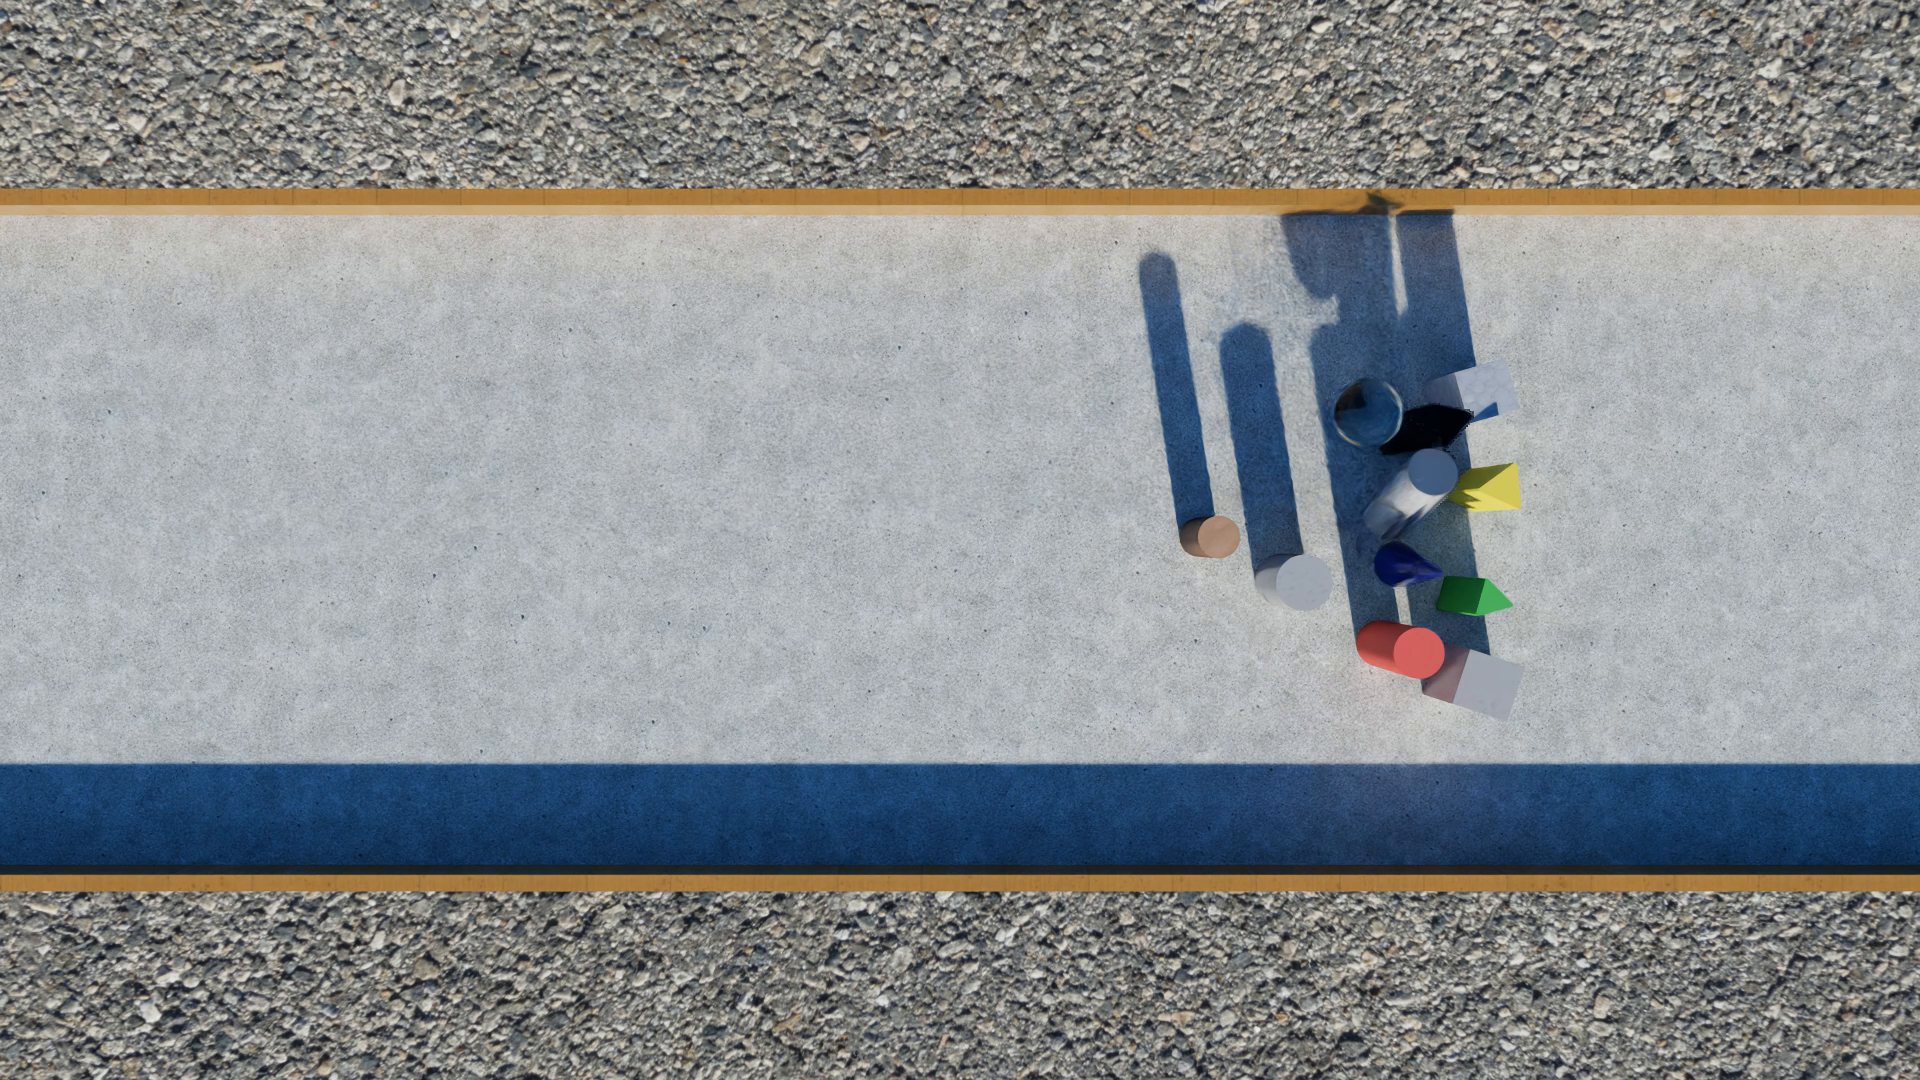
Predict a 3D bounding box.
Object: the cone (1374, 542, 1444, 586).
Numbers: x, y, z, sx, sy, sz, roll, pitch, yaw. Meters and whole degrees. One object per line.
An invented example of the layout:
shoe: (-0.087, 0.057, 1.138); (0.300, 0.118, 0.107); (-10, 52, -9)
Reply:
cone: (1.349, 0.084, 4.845); (0.138, 0.455, 0.138); (0, 93, -2)

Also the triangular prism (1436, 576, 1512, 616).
triangular prism: (1.507, 0.155, 4.879); (0.108, 0.395, 0.094); (-15, 90, 0)

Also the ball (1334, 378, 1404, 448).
ball: (1.187, -0.369, 4.789); (0.202, 0.202, 0.202); (0, 90, 0)

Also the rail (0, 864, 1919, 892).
rail: (-2.247, 1.025, 5.001); (12.000, 0.150, 0.050); (0, 90, 0)

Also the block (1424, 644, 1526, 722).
block: (1.530, 0.421, 4.924); (0.168, 0.305, 0.168); (18, 90, 0)

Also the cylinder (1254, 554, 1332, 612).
cylinder: (0.989, 0.123, 4.906); (0.164, 0.341, 0.164); (0, 90, 0)

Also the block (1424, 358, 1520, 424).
block: (1.520, -0.430, 4.915); (0.153, 0.323, 0.153); (-16, 90, 0)

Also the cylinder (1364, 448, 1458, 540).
cylinder: (1.322, -0.130, 4.852); (0.143, 0.425, 0.143); (1, 73, -3)

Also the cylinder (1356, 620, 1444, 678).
cylinder: (1.291, 0.318, 4.857); (0.144, 0.439, 0.144); (0, 90, 0)

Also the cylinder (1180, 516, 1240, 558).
cylinder: (0.736, -0.009, 4.880); (0.121, 0.393, 0.121); (0, 90, 0)

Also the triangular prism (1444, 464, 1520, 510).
triangular prism: (1.550, -0.167, 4.872); (0.129, 0.409, 0.112); (24, 90, 0)

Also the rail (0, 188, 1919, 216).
rail: (-2.247, -1.025, 5.002); (12.000, 0.150, 0.050); (0, 90, 0)

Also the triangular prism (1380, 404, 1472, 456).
triangular prism: (1.330, -0.342, 4.839); (0.107, 0.459, 0.124); (42, 85, -5)
